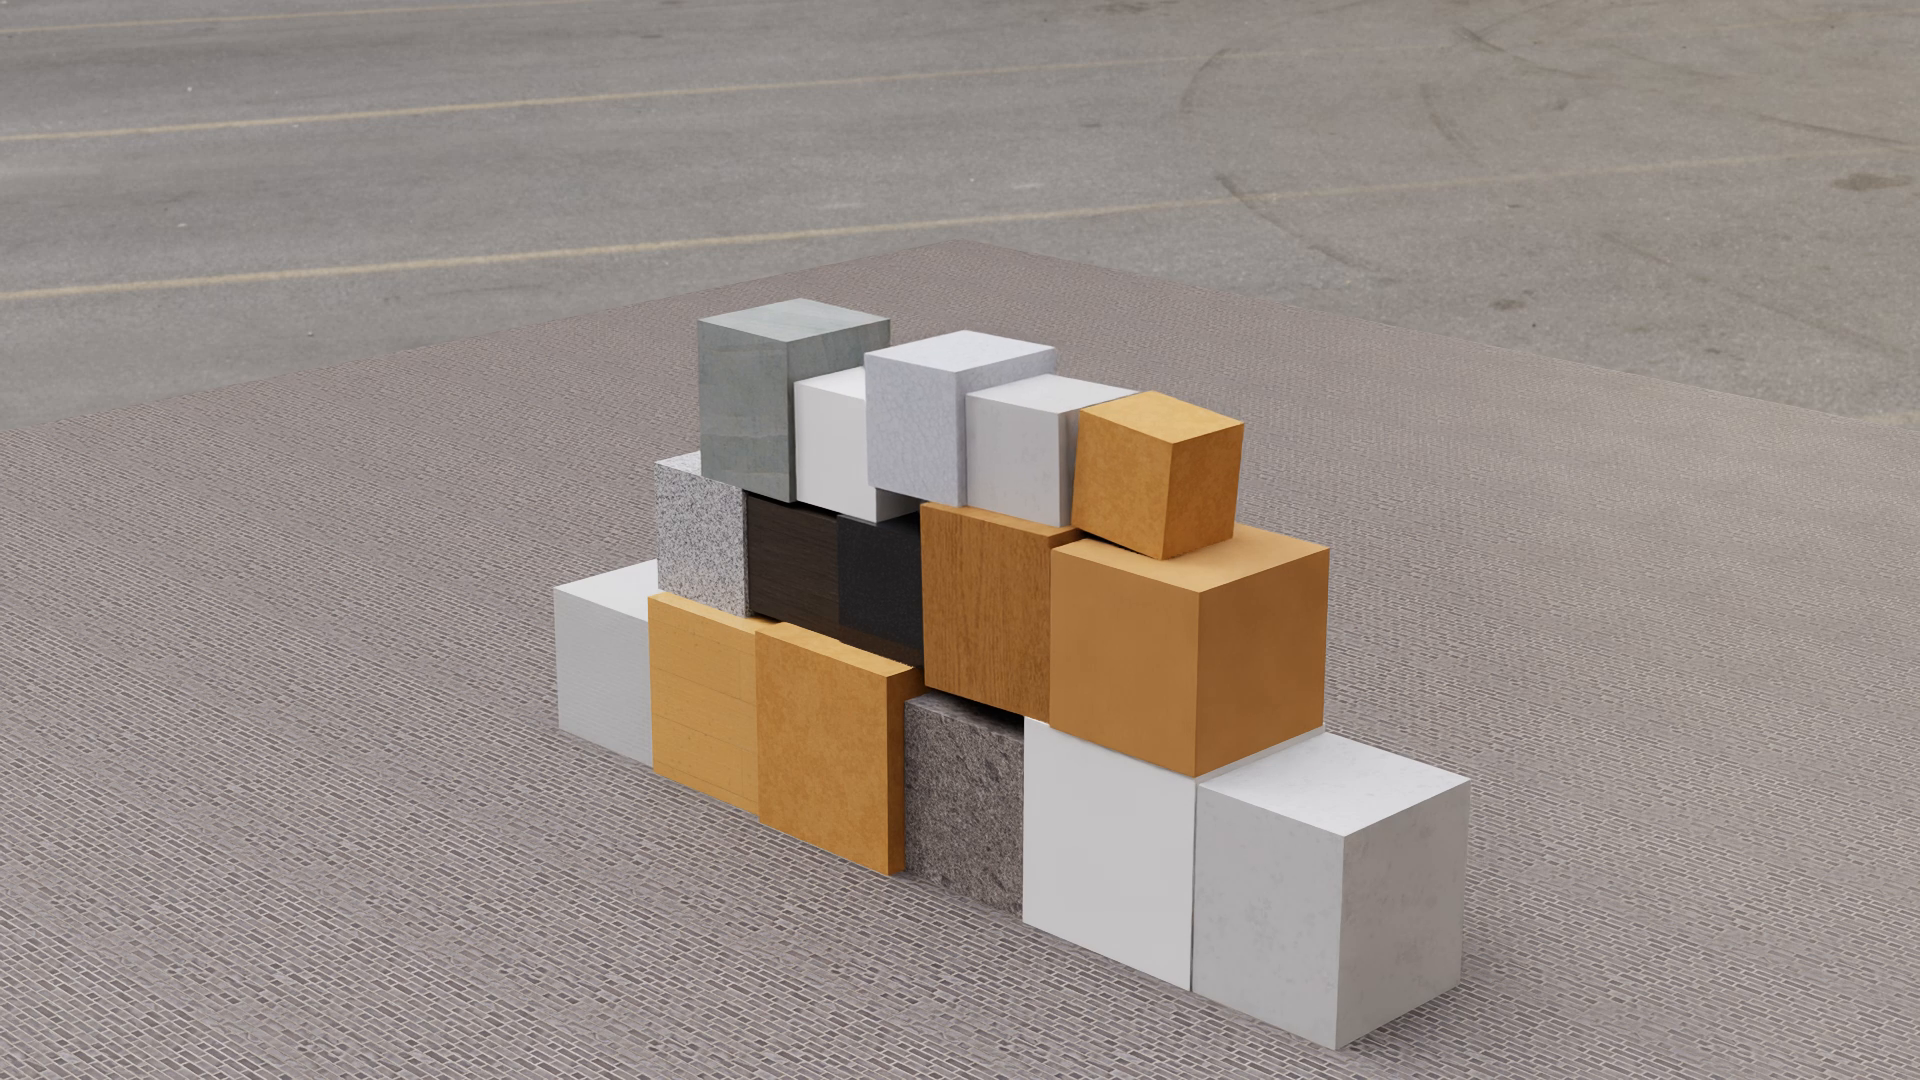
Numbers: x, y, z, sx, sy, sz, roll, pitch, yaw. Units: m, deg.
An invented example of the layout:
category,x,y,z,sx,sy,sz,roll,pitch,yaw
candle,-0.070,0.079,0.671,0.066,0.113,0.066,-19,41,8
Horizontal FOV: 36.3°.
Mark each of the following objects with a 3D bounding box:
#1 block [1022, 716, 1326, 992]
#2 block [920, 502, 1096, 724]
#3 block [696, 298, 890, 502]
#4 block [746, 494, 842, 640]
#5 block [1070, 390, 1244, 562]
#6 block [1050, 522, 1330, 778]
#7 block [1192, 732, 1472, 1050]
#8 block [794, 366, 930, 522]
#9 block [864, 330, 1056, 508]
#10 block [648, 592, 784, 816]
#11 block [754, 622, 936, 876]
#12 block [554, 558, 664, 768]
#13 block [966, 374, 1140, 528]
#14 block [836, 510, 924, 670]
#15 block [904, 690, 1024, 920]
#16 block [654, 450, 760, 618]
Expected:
category,x,y,z,sx,sy,sz,roll,pitch,yaw
block,0.925,1.239,12.786,0.860,0.970,0.968,-17,24,-42
block,0.382,0.236,12.991,0.777,0.838,0.777,-17,22,-42
block,-0.786,-0.676,13.962,0.658,0.769,0.633,-17,24,-42
block,-0.556,0.061,13.962,0.639,0.569,0.646,-17,24,-42
block,0.831,-0.278,12.388,0.458,0.518,0.518,-17,29,-42
block,0.970,0.417,12.448,0.843,0.801,0.816,-17,24,-42
block,1.543,1.441,12.204,0.848,0.933,0.756,-17,24,-42
block,-0.385,-0.459,13.577,0.539,0.565,0.532,16,23,43
block,0.006,-0.552,13.136,0.572,0.608,0.635,15,23,43
block,-0.917,0.714,14.533,0.896,0.924,0.846,-17,24,-42
block,-0.296,0.878,13.930,0.991,0.971,0.895,-17,24,-42
block,-1.524,0.614,15.105,0.771,0.771,0.808,-17,24,-42
block,0.405,-0.396,12.766,0.552,0.499,0.516,14,22,43
block,-0.122,0.179,13.498,0.638,0.614,0.610,16,23,43
block,0.295,1.122,13.385,0.790,0.832,0.760,-17,24,-42
block,-1.032,-0.069,14.400,0.650,0.650,0.652,-17,24,-42
